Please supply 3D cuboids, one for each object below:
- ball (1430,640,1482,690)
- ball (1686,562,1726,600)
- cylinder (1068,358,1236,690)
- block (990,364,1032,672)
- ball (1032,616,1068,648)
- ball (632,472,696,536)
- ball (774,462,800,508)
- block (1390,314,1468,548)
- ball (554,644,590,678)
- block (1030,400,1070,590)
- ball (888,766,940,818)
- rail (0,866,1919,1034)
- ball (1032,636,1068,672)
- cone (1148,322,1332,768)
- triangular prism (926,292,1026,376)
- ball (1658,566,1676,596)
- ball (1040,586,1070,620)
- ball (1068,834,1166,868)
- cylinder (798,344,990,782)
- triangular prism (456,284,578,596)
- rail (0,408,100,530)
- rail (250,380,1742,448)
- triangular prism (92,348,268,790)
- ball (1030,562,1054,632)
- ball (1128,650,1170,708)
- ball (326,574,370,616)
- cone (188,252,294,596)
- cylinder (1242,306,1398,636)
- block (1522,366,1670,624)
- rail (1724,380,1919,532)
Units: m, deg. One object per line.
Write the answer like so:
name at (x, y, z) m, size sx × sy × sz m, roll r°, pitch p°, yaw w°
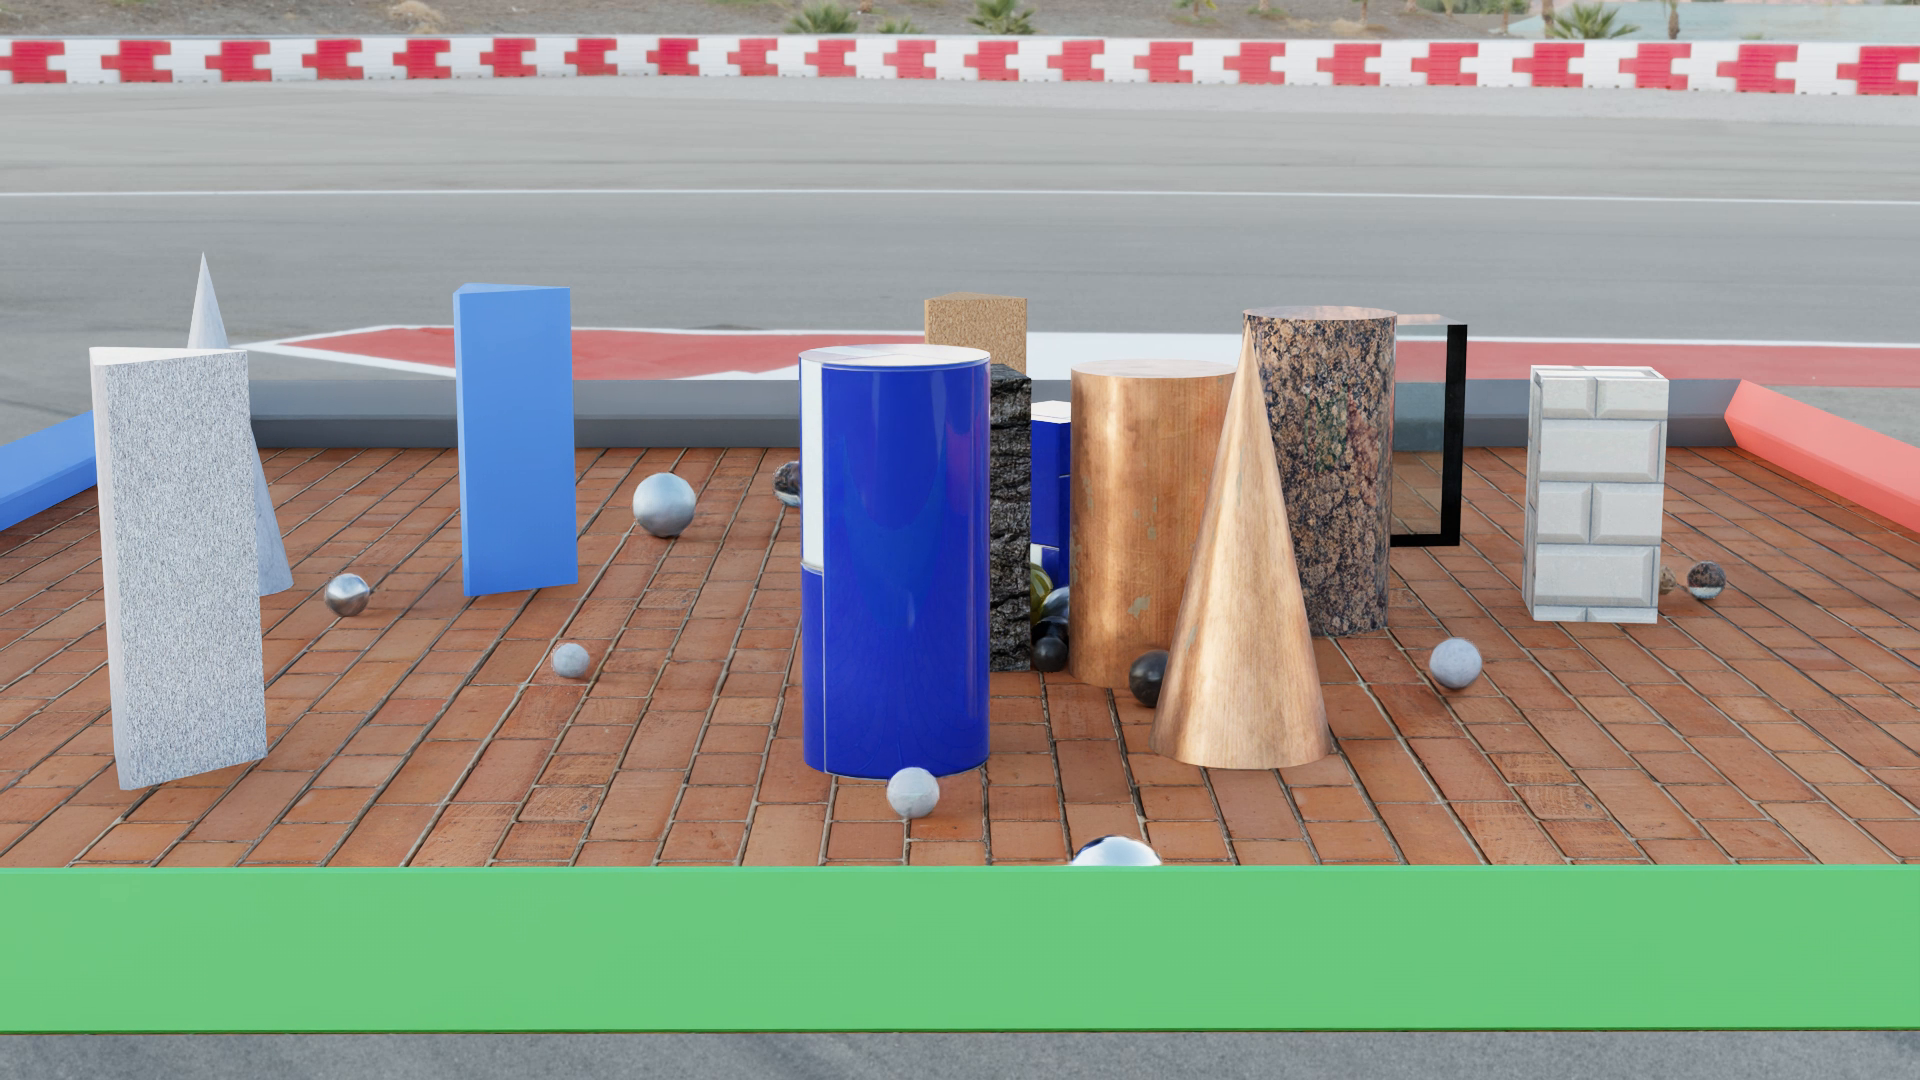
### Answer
ball at (0.585, 0.147, 3.030) m, size 0.060 × 0.060 × 0.060 m, roll 0°, pitch 10°, yaw 0°
ball at (1.032, 0.056, 3.547) m, size 0.052 × 0.052 × 0.052 m, roll 0°, pitch 10°, yaw 0°
cylinder at (0.232, -0.022, 3.089) m, size 0.200 × 0.372 × 0.200 m, roll 0°, pitch 10°, yaw 0°
block at (-0.008, -0.029, 3.162) m, size 0.160 × 0.358 × 0.160 m, roll -2°, pitch 11°, yaw -11°
ball at (0.117, 0.122, 3.172) m, size 0.057 × 0.057 × 0.057 m, roll 0°, pitch 10°, yaw 0°
ball at (-0.463, -0.055, 4.015) m, size 0.100 × 0.100 × 0.100 m, roll 0°, pitch 10°, yaw 0°
ball at (-0.272, -0.093, 4.285) m, size 0.077 × 0.077 × 0.077 m, roll 0°, pitch 10°, yaw 0°
block at (0.680, -0.172, 3.982) m, size 0.160 × 0.341 × 0.160 m, roll -1°, pitch 11°, yaw -6°
ball at (-0.468, 0.145, 3.089) m, size 0.042 × 0.042 × 0.042 m, roll 0°, pitch 10°, yaw 0°
block at (0.128, -0.036, 3.433) m, size 0.160 × 0.274 × 0.160 m, roll 10°, pitch 15°, yaw 44°
ball at (-0.046, 0.247, 2.514) m, size 0.051 × 0.051 × 0.051 m, roll 0°, pitch 10°, yaw 0°
rail at (0.009, 0.307, 1.968) m, size 3.039 × 0.130 × 0.045 m, roll 0°, pitch 10°, yaw 0°
ball at (0.110, 0.139, 3.121) m, size 0.044 × 0.044 × 0.044 m, roll 0°, pitch 10°, yaw 0°
cone at (0.304, -0.005, 2.748) m, size 0.200 × 0.463 × 0.200 m, roll 0°, pitch 10°, yaw 0°
triangular prism at (0.014, -0.253, 4.432) m, size 0.173 × 0.338 × 0.150 m, roll -2°, pitch 11°, yaw -10°
ball at (0.975, 0.056, 3.571) m, size 0.042 × 0.042 × 0.042 m, roll 0°, pitch 10°, yaw 0°
ball at (0.140, 0.098, 3.235) m, size 0.081 × 0.081 × 0.081 m, roll 0°, pitch 10°, yaw 0°
ball at (0.132, 0.293, 2.159) m, size 0.090 × 0.090 × 0.090 m, roll 0°, pitch 10°, yaw 0°
cylinder at (-0.068, 0.019, 2.705) m, size 0.200 × 0.431 × 0.200 m, roll 0°, pitch 10°, yaw 0°
triangular prism at (-0.658, -0.148, 3.638) m, size 0.173 × 0.421 × 0.150 m, roll -7°, pitch 13°, yaw -34°
rail at (-1.496, 0.035, 3.440) m, size 0.045 × 0.130 × 3.058 m, roll 0°, pitch 10°, yaw 0°
rail at (-0.009, -0.240, 4.929) m, size 3.039 × 0.130 × 0.045 m, roll 0°, pitch 10°, yaw 0°
triangular prism at (-0.853, 0.020, 2.686) m, size 0.150 × 0.435 × 0.173 m, roll 9°, pitch 14°, yaw 39°
ball at (0.074, 0.074, 3.322) m, size 0.099 × 0.099 × 0.099 m, roll 0°, pitch 10°, yaw 0°
ball at (0.227, 0.159, 2.947) m, size 0.067 × 0.067 × 0.067 m, roll 0°, pitch 10°, yaw 0°
ball at (-0.819, 0.074, 3.435) m, size 0.057 × 0.057 × 0.057 m, roll 0°, pitch 10°, yaw 0°
cone at (-1.047, -0.167, 3.591) m, size 0.200 × 0.474 × 0.200 m, roll 0°, pitch 10°, yaw 0°
cylinder at (0.468, -0.095, 3.377) m, size 0.200 × 0.410 × 0.200 m, roll 0°, pitch 10°, yaw 0°
block at (0.852, -0.064, 3.452) m, size 0.160 × 0.323 × 0.160 m, roll 1°, pitch 11°, yaw 6°
rail at (1.496, 0.032, 3.457) m, size 0.045 × 0.130 × 3.058 m, roll 0°, pitch 10°, yaw 0°
